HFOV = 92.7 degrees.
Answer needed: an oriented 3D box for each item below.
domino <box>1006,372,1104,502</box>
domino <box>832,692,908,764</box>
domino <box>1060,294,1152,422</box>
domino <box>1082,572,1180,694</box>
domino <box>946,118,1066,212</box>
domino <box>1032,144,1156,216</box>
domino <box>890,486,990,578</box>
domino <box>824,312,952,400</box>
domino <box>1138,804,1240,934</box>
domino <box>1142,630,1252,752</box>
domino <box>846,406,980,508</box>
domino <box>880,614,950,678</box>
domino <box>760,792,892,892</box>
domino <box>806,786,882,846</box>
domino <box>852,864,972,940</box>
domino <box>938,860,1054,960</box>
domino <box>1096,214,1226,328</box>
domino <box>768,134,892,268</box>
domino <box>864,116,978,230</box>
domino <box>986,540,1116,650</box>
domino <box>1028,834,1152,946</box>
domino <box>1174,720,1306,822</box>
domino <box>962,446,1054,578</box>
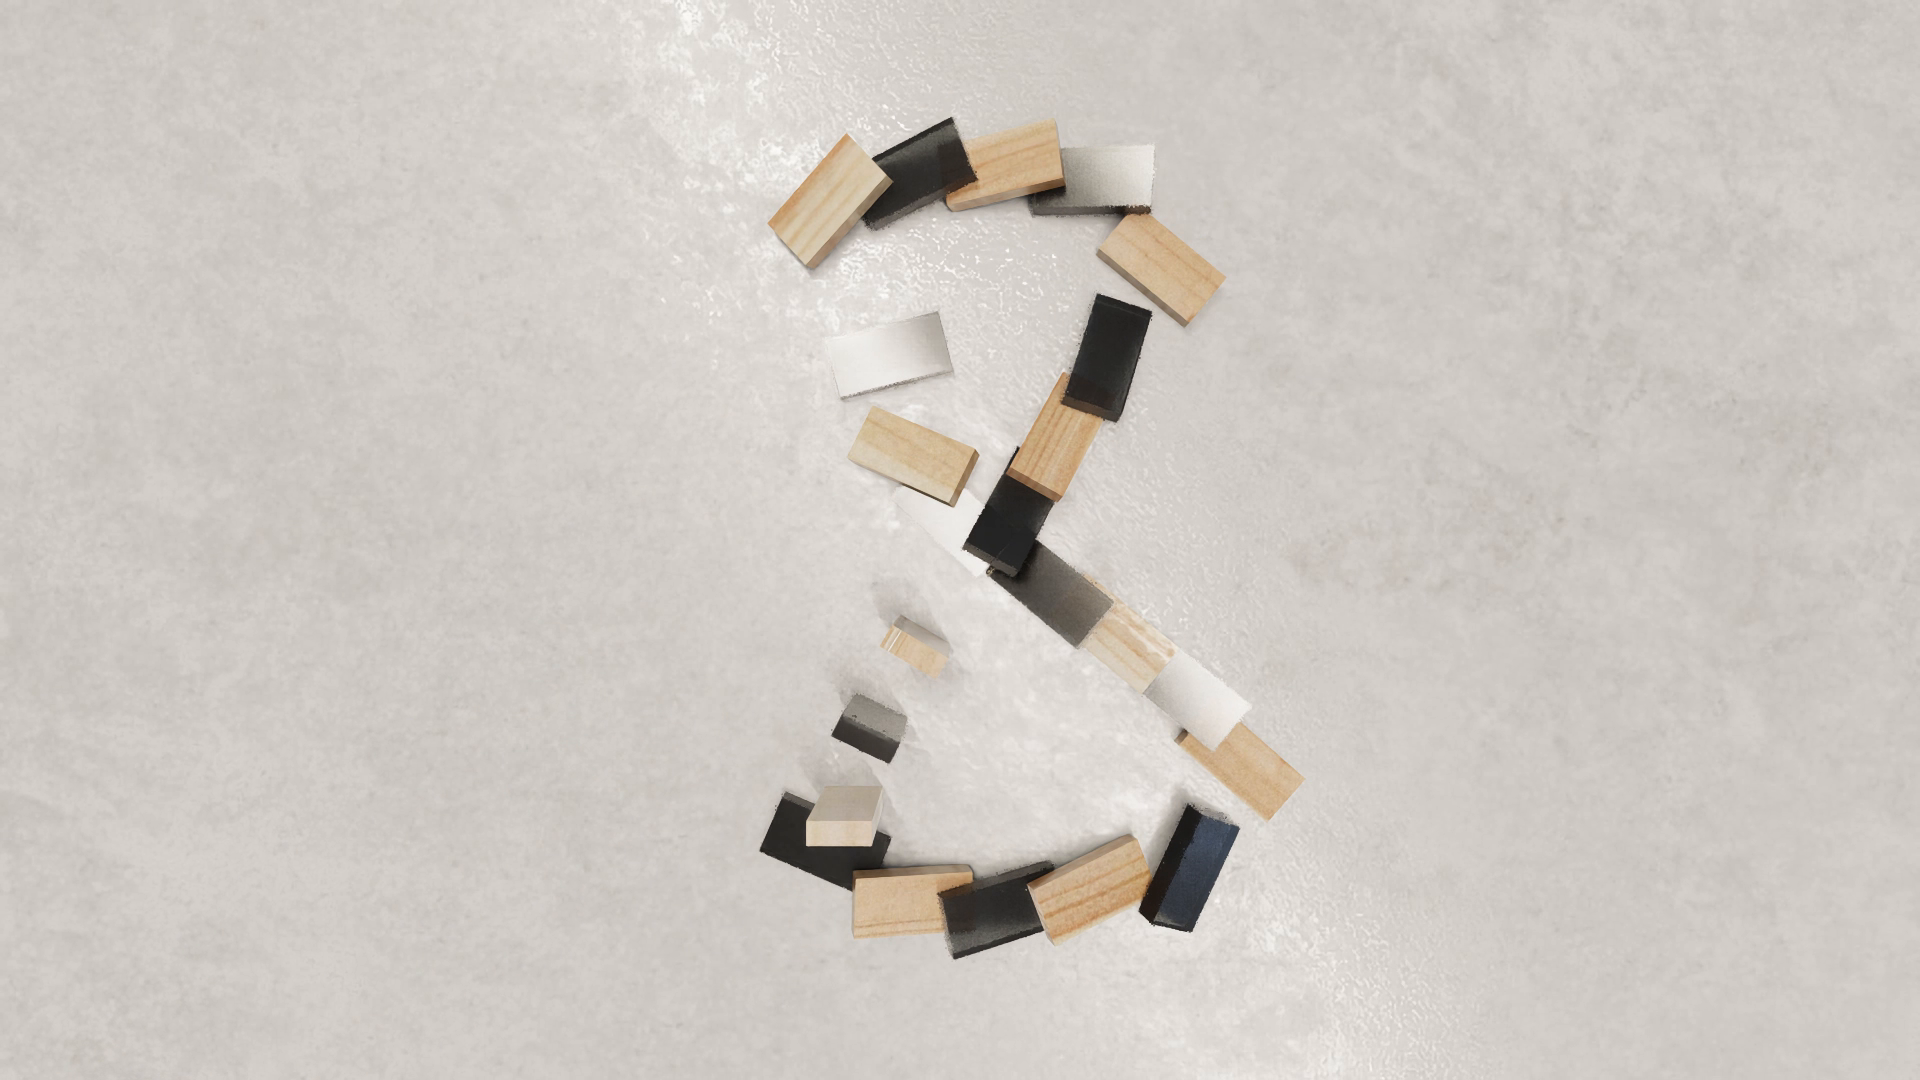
[{"bbox_3d":[0.043,-0.044,0.388,0.025,0.010,0.050,29,73,0],"label":"domino"},{"bbox_3d":[-0.036,0.076,0.375,0.025,0.050,0.009,26,90,0],"label":"domino"},{"bbox_3d":[0.062,-0.077,0.389,0.025,0.010,0.050,19,75,0],"label":"domino"},{"bbox_3d":[0.065,0.040,0.389,0.050,0.009,0.025,40,90,15],"label":"domino"},{"bbox_3d":[0.018,-0.159,0.389,0.050,0.010,0.025,-8,90,15],"label":"domino"},{"bbox_3d":[0.057,-0.153,0.389,0.050,0.009,0.025,4,90,14],"label":"domino"},{"bbox_3d":[-0.003,-0.010,0.395,0.050,0.009,0.025,42,90,0],"label":"domino"},{"bbox_3d":[-0.030,-0.079,0.395,0.050,0.010,0.025,-14,90,0],"label":"domino"},{"bbox_3d":[0.098,0.140,0.390,0.025,0.010,0.050,25,90,-30],"label":"domino"},{"bbox_3d":[0.095,0.063,0.389,0.050,0.010,0.025,40,90,14],"label":"domino"},{"bbox_3d":[-0.020,-0.035,0.387,0.050,0.009,0.025,25,85,17],"label":"domino"},{"bbox_3d":[-0.018,0.043,0.375,0.025,0.050,0.009,30,90,0],"label":"domino"},{"bbox_3d":[-0.058,0.131,0.395,0.050,0.009,0.025,23,90,0],"label":"domino"},{"bbox_3d":[-0.046,0.112,0.375,0.025,0.050,0.009,0,90,0],"label":"domino"},{"bbox_3d":[-0.020,0.153,0.389,0.050,0.010,0.025,2,90,-14],"label":"domino"},{"bbox_3d":[0.018,0.156,0.389,0.050,0.010,0.025,-11,90,-16],"label":"domino"},{"bbox_3d":[0.087,-0.118,0.395,0.050,0.010,0.025,39,90,0],"label":"domino"},{"bbox_3d":[-0.055,-0.143,0.389,0.050,0.010,0.025,-44,85,13],"label":"domino"},{"bbox_3d":[-0.020,-0.155,0.389,0.050,0.009,0.025,-21,89,15],"label":"domino"},{"bbox_3d":[0.038,0.021,0.388,0.050,0.010,0.025,40,90,17],"label":"domino"},{"bbox_3d":[0.056,0.148,0.389,0.050,0.010,0.025,-21,90,-15],"label":"domino"},{"bbox_3d":[0.120,0.095,0.395,0.050,0.010,0.025,41,90,0],"label":"domino"},{"bbox_3d":[0.023,-0.012,0.386,0.025,0.009,0.050,29,68,0],"label":"domino"}]
